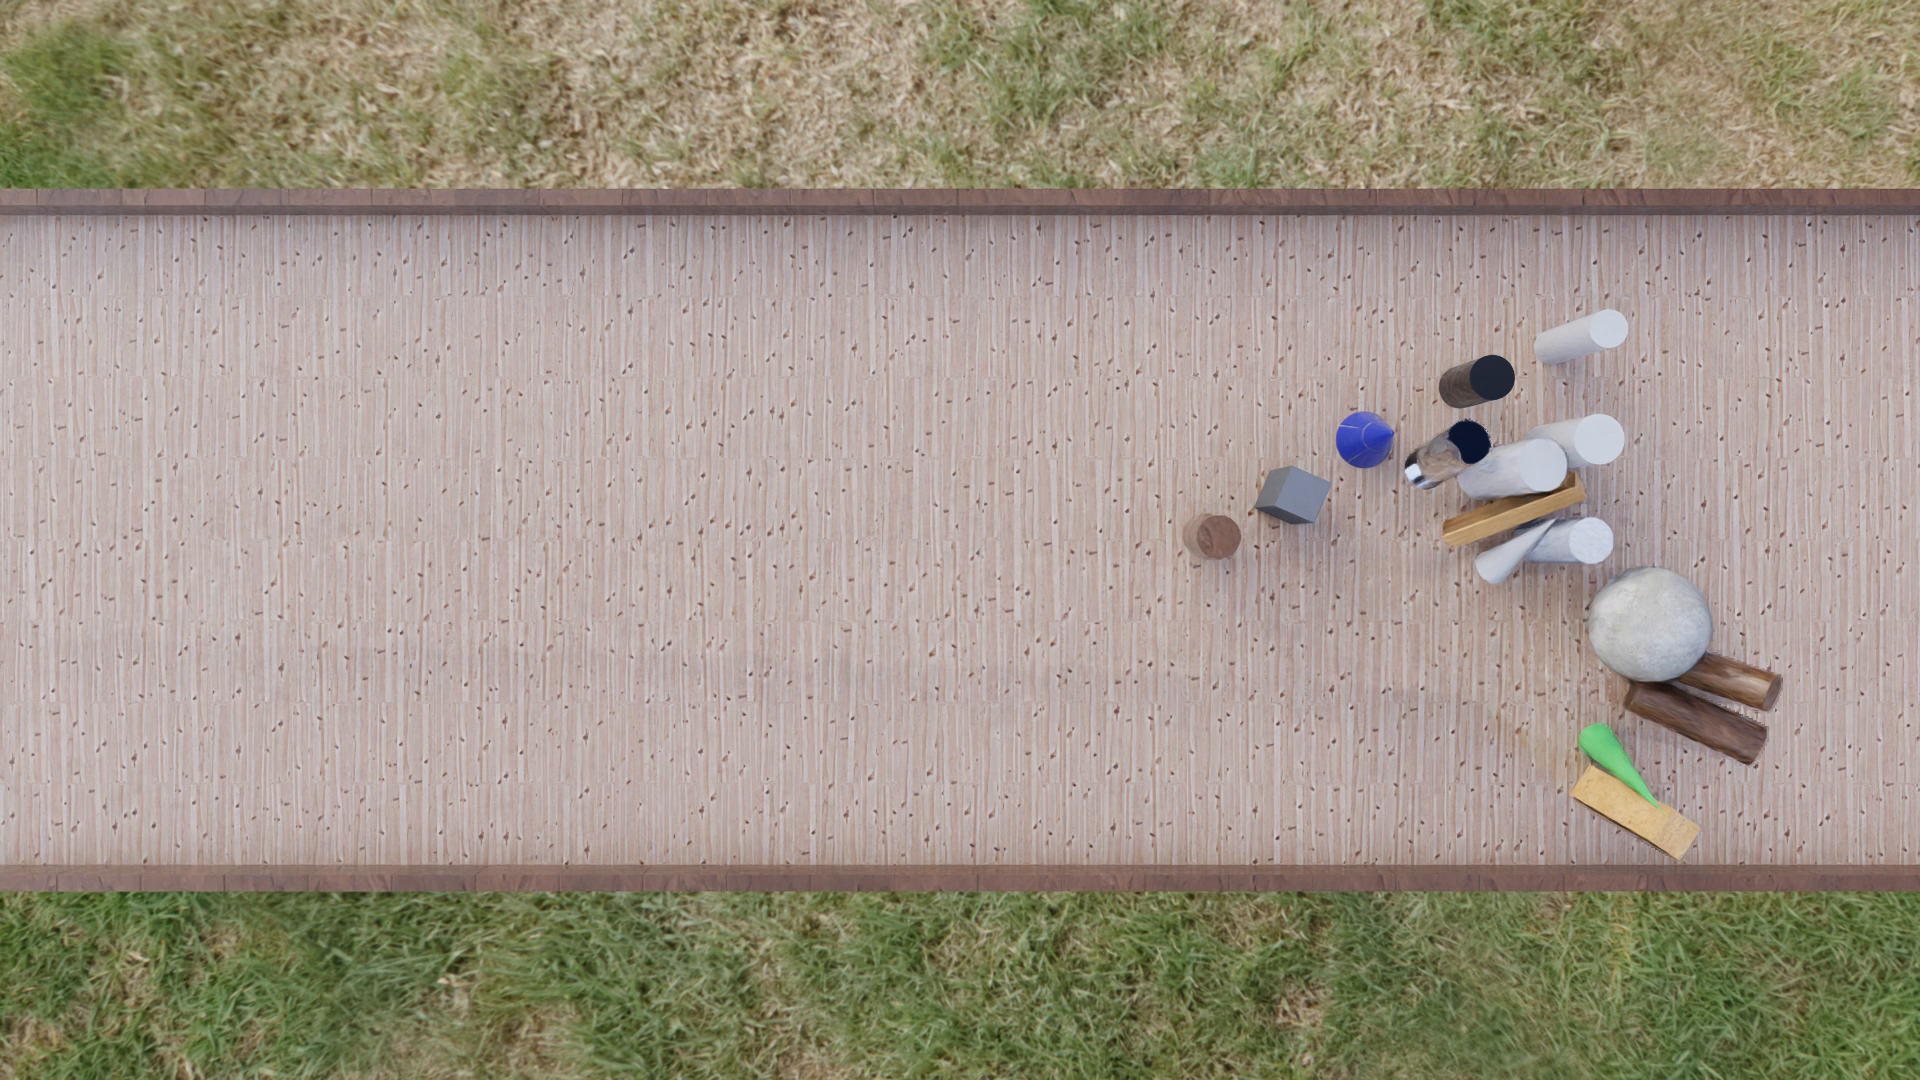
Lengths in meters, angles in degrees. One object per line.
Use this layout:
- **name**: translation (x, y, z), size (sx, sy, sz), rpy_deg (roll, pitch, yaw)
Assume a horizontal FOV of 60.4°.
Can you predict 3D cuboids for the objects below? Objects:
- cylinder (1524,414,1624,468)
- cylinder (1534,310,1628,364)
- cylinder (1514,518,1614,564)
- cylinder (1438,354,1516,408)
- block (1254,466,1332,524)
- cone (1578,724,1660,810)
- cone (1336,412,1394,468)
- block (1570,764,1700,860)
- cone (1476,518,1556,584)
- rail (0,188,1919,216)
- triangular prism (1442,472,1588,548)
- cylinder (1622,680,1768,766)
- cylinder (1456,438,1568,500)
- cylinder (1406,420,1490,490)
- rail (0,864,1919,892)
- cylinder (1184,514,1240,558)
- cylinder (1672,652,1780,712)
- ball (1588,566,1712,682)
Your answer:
- **cylinder**: translation (1.802, -0.284, 4.862), size (0.142, 0.429, 0.142), rpy_deg (0, 90, 0)
- **cylinder**: translation (1.821, -0.593, 4.853), size (0.109, 0.447, 0.109), rpy_deg (0, 90, 0)
- **cylinder**: translation (1.781, 0.003, 4.881), size (0.131, 0.383, 0.131), rpy_deg (0, 90, -4)
- **cylinder**: translation (1.539, -0.470, 4.922), size (0.132, 0.309, 0.132), rpy_deg (0, 90, 0)
- **block**: translation (0.987, -0.131, 4.907), size (0.126, 0.338, 0.126), rpy_deg (24, 90, 0)
- **cone**: translation (1.964, 0.688, 4.853), size (0.106, 0.437, 0.106), rpy_deg (-1, 111, -4)
- **cone**: translation (1.244, -0.309, 4.898), size (0.176, 0.357, 0.176), rpy_deg (0, 90, 0)
- **block**: translation (1.983, 0.797, 4.861), size (0.111, 0.413, 0.111), rpy_deg (33, 92, -16)
- **cone**: translation (1.681, 0.009, 4.917), size (0.109, 0.320, 0.109), rpy_deg (12, 56, -18)
- **rail**: translation (-2.247, -1.025, 5.002), size (12.000, 0.150, 0.050), rpy_deg (0, 90, 0)
- **triangular prism**: translation (1.645, -0.085, 4.928), size (0.419, 0.075, 0.087), rpy_deg (-24, 82, 32)
- **cylinder**: translation (2.213, 0.536, 4.971), size (0.384, 0.125, 0.125), rpy_deg (26, 90, 13)
- **cylinder**: translation (1.628, -0.206, 4.881), size (0.153, 0.369, 0.153), rpy_deg (0, 88, -10)
- **cylinder**: translation (1.447, -0.251, 4.909), size (0.128, 0.313, 0.128), rpy_deg (2, 78, -7)
- **rail**: translation (-2.247, 1.025, 5.001), size (12.000, 0.150, 0.050), rpy_deg (0, 90, 0)
- **cylinder**: translation (0.749, -0.012, 4.920), size (0.128, 0.311, 0.128), rpy_deg (0, 91, 1)
- **cylinder**: translation (2.193, 0.383, 4.893), size (0.426, 0.111, 0.111), rpy_deg (22, 90, 42)
- **ball**: translation (2.006, 0.246, 4.802), size (0.336, 0.336, 0.336), rpy_deg (0, 90, 0)
